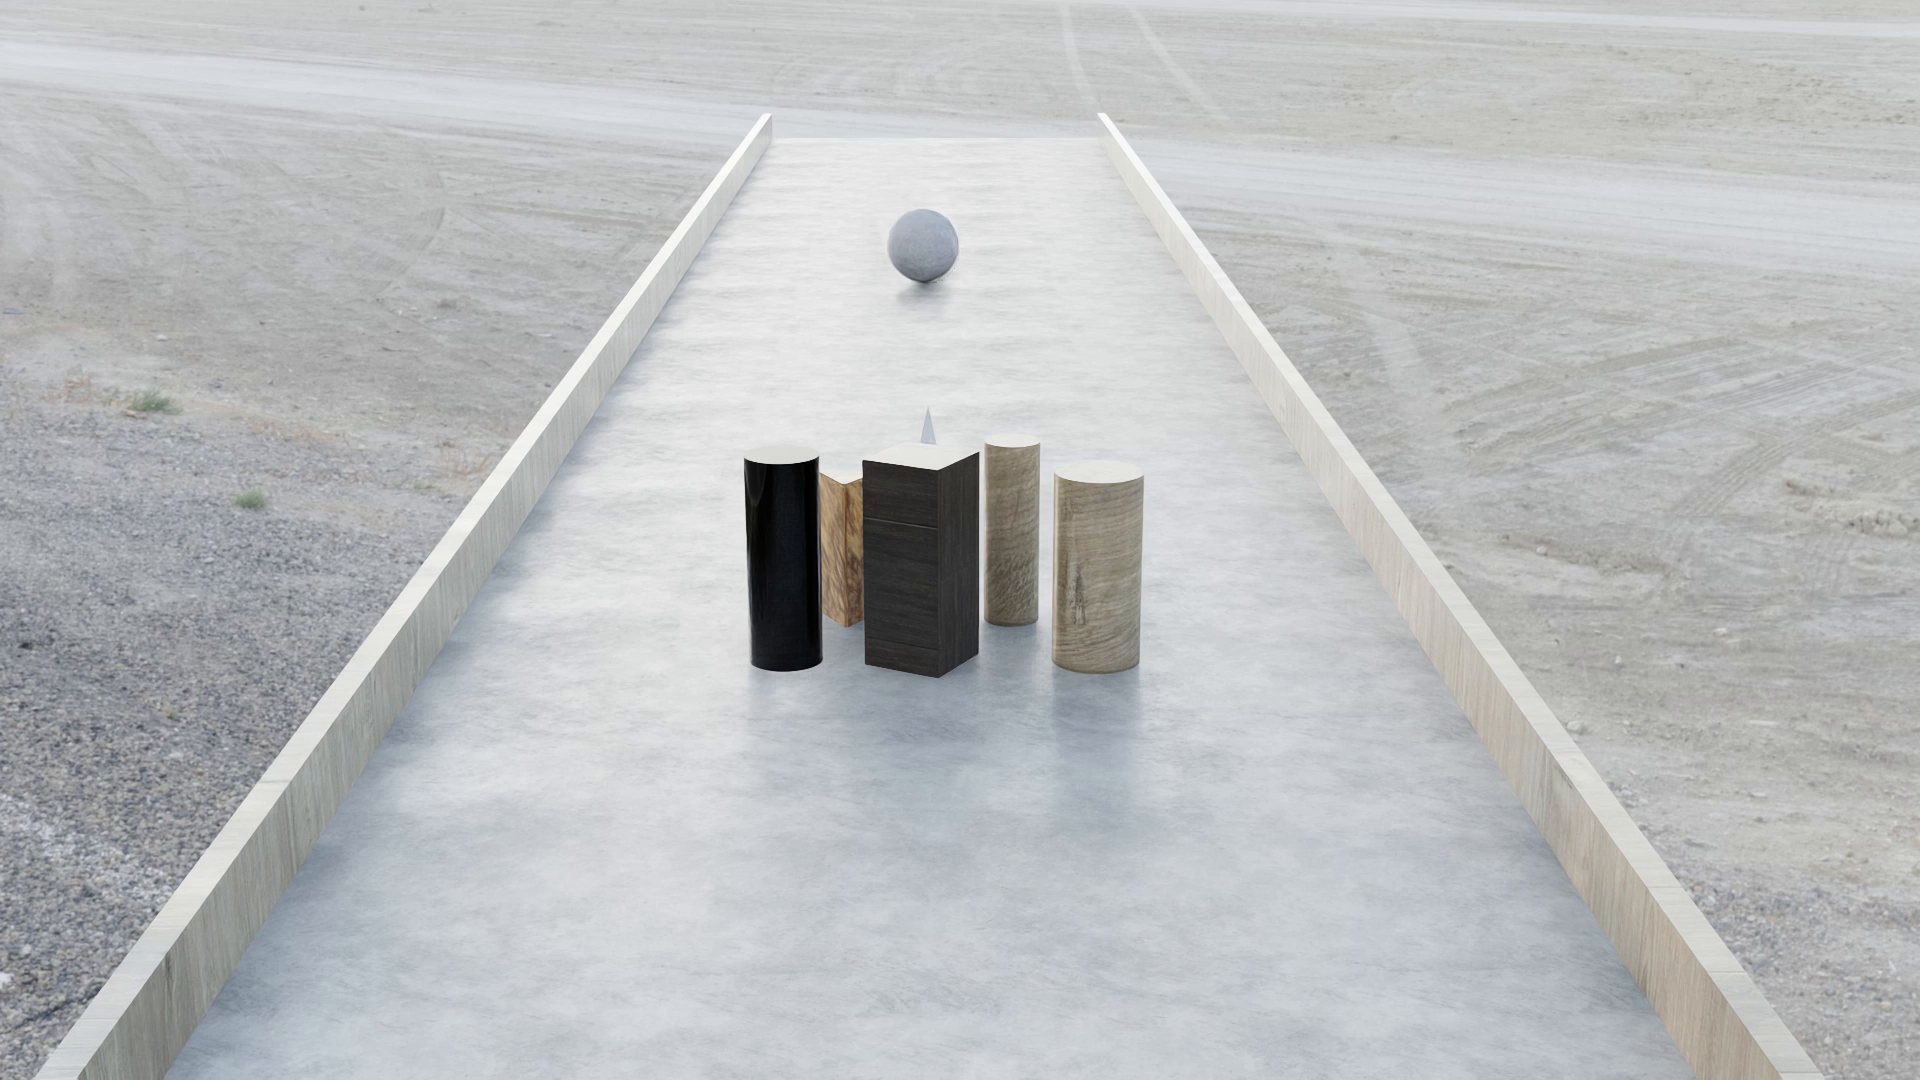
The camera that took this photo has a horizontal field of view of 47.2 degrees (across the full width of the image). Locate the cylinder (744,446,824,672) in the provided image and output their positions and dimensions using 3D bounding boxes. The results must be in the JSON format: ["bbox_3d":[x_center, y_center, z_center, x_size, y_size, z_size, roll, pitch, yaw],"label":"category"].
[{"bbox_3d":[-0.349,0.036,4.361,0.149,0.425,0.149,0,17,0],"label":"cylinder"}]

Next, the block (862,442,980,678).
[{"bbox_3d":[-0.076,0.037,4.363,0.168,0.422,0.168,9,19,28],"label":"block"}]

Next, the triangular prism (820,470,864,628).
[{"bbox_3d":[-0.252,0.010,4.647,0.112,0.311,0.129,10,19,30],"label":"triangular prism"}]

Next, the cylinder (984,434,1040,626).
[{"bbox_3d":[0.108,-0.020,4.614,0.117,0.389,0.117,0,17,0],"label":"cylinder"}]

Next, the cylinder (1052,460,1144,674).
[{"bbox_3d":[0.273,0.052,4.366,0.177,0.390,0.177,0,17,0],"label":"cylinder"}]

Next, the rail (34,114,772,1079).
[{"bbox_3d":[-1.118,-0.838,7.780,0.050,0.150,12.000,0,17,-1],"label":"rail"}]

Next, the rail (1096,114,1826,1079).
[{"bbox_3d":[0.932,-0.844,7.801,0.050,0.150,12.000,0,17,-1],"label":"rail"}]

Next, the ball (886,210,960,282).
[{"bbox_3d":[-0.145,-1.151,8.601,0.283,0.283,0.283,0,17,0],"label":"ball"}]

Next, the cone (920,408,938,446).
[{"bbox_3d":[-0.070,-0.103,4.862,0.175,0.405,0.175,0,17,0],"label":"cone"}]
